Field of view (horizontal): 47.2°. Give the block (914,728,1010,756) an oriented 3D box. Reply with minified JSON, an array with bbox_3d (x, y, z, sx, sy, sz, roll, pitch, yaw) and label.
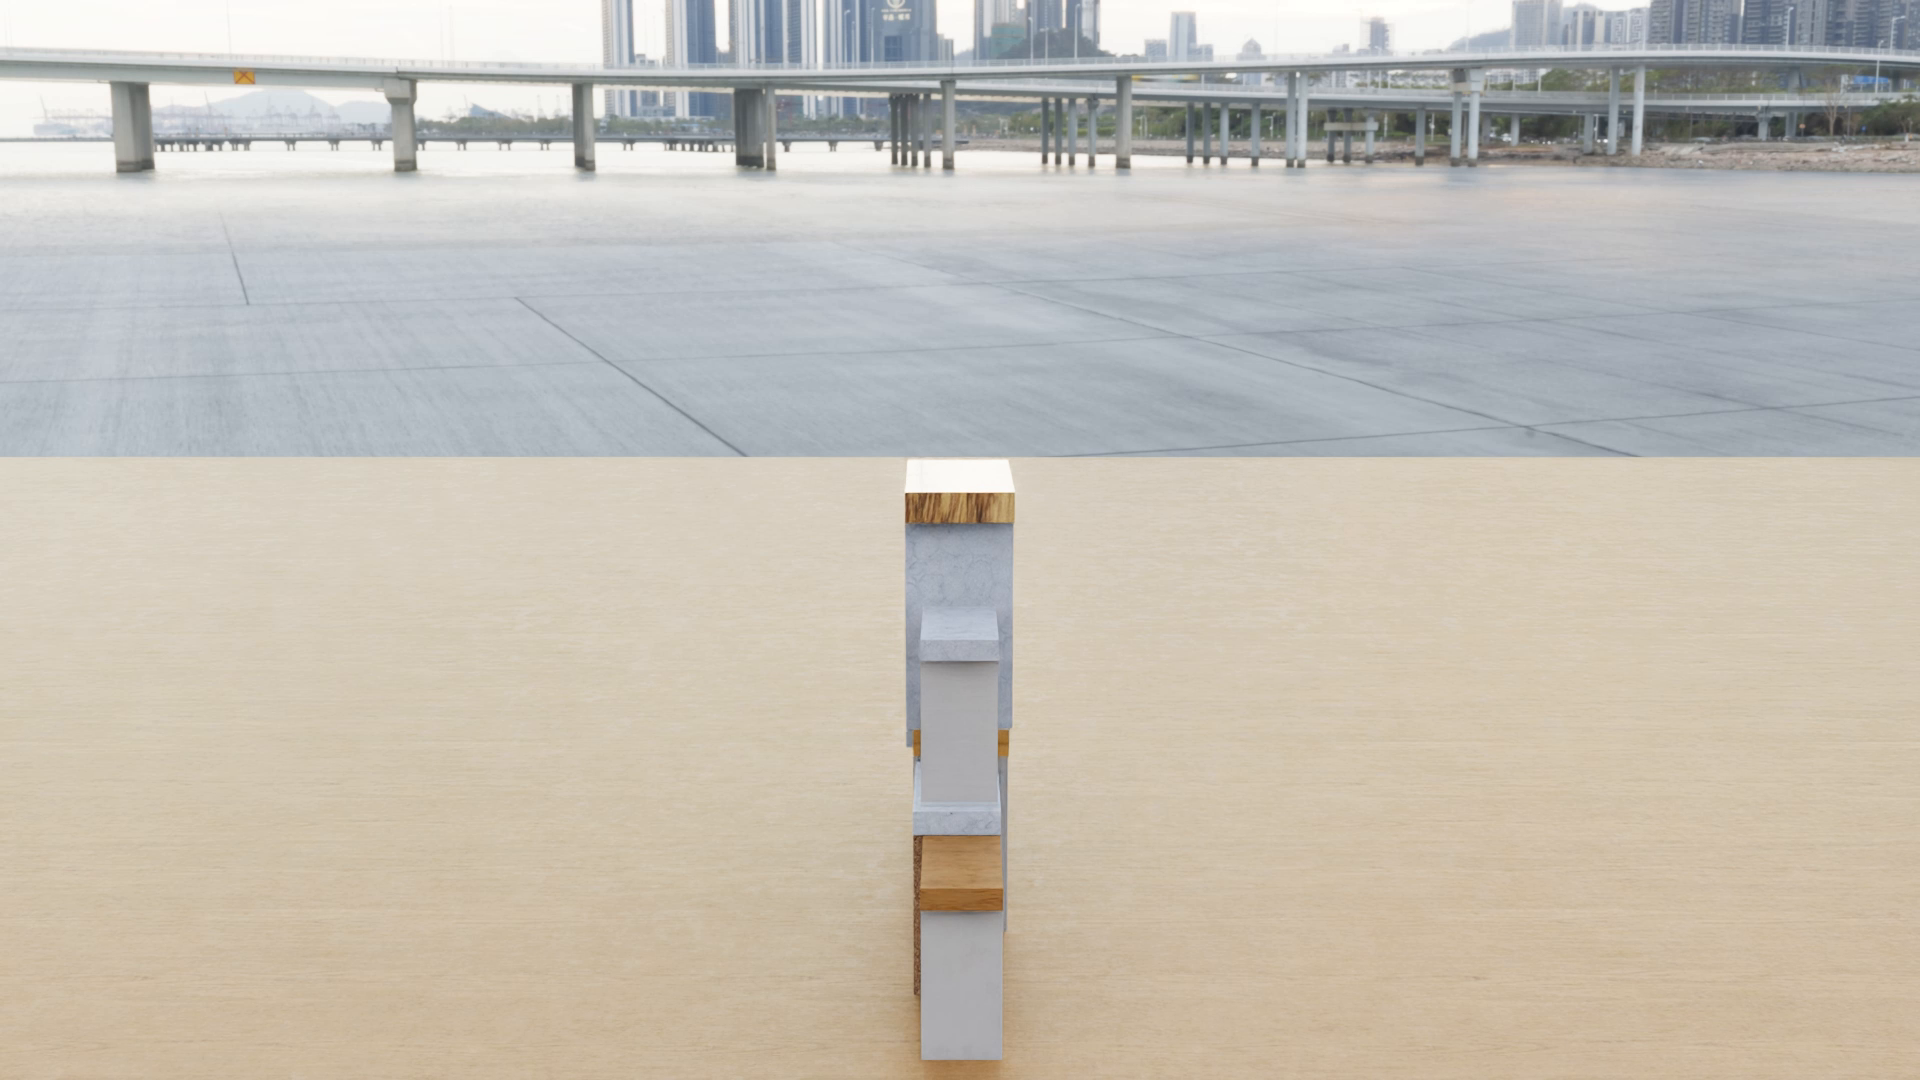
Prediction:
[{"bbox_3d":[0.002,0.288,3.555,0.149,0.042,0.297,0,11,0],"label":"block"}]

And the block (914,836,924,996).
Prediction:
[{"bbox_3d":[-0.005,0.542,3.231,0.127,0.254,0.036,0,11,0],"label":"block"}]

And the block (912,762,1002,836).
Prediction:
[{"bbox_3d":[-0.005,0.384,3.288,0.127,0.036,0.254,0,11,0],"label":"block"}]

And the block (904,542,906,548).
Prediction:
[{"bbox_3d":[-0.003,-0.043,3.832,0.176,0.050,0.353,0,11,0],"label":"block"}]

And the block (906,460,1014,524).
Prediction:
[{"bbox_3d":[-0.002,-0.079,3.475,0.165,0.047,0.330,0,11,-1],"label":"block"}]

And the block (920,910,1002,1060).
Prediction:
[{"bbox_3d":[0.002,0.600,3.007,0.111,0.222,0.031,0,11,0],"label":"block"}]

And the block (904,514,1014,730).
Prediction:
[{"bbox_3d":[-0.002,0.127,3.400,0.165,0.330,0.047,0,11,-2],"label":"block"}]

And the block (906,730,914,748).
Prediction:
[{"bbox_3d":[-0.004,0.177,3.753,0.176,0.353,0.050,0,11,0],"label":"block"}]

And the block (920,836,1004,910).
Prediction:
[{"bbox_3d":[0.002,0.462,3.056,0.111,0.031,0.222,0,11,0],"label":"block"}]

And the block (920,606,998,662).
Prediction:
[{"bbox_3d":[-0.001,0.136,3.227,0.111,0.031,0.221,0,11,0],"label":"block"}]

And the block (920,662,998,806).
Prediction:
[{"bbox_3d":[-0.001,0.274,3.177,0.111,0.221,0.031,0,11,0],"label":"block"}]

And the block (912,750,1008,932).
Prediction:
[{"bbox_3d":[0.001,0.472,3.489,0.148,0.297,0.042,0,11,0],"label":"block"}]
